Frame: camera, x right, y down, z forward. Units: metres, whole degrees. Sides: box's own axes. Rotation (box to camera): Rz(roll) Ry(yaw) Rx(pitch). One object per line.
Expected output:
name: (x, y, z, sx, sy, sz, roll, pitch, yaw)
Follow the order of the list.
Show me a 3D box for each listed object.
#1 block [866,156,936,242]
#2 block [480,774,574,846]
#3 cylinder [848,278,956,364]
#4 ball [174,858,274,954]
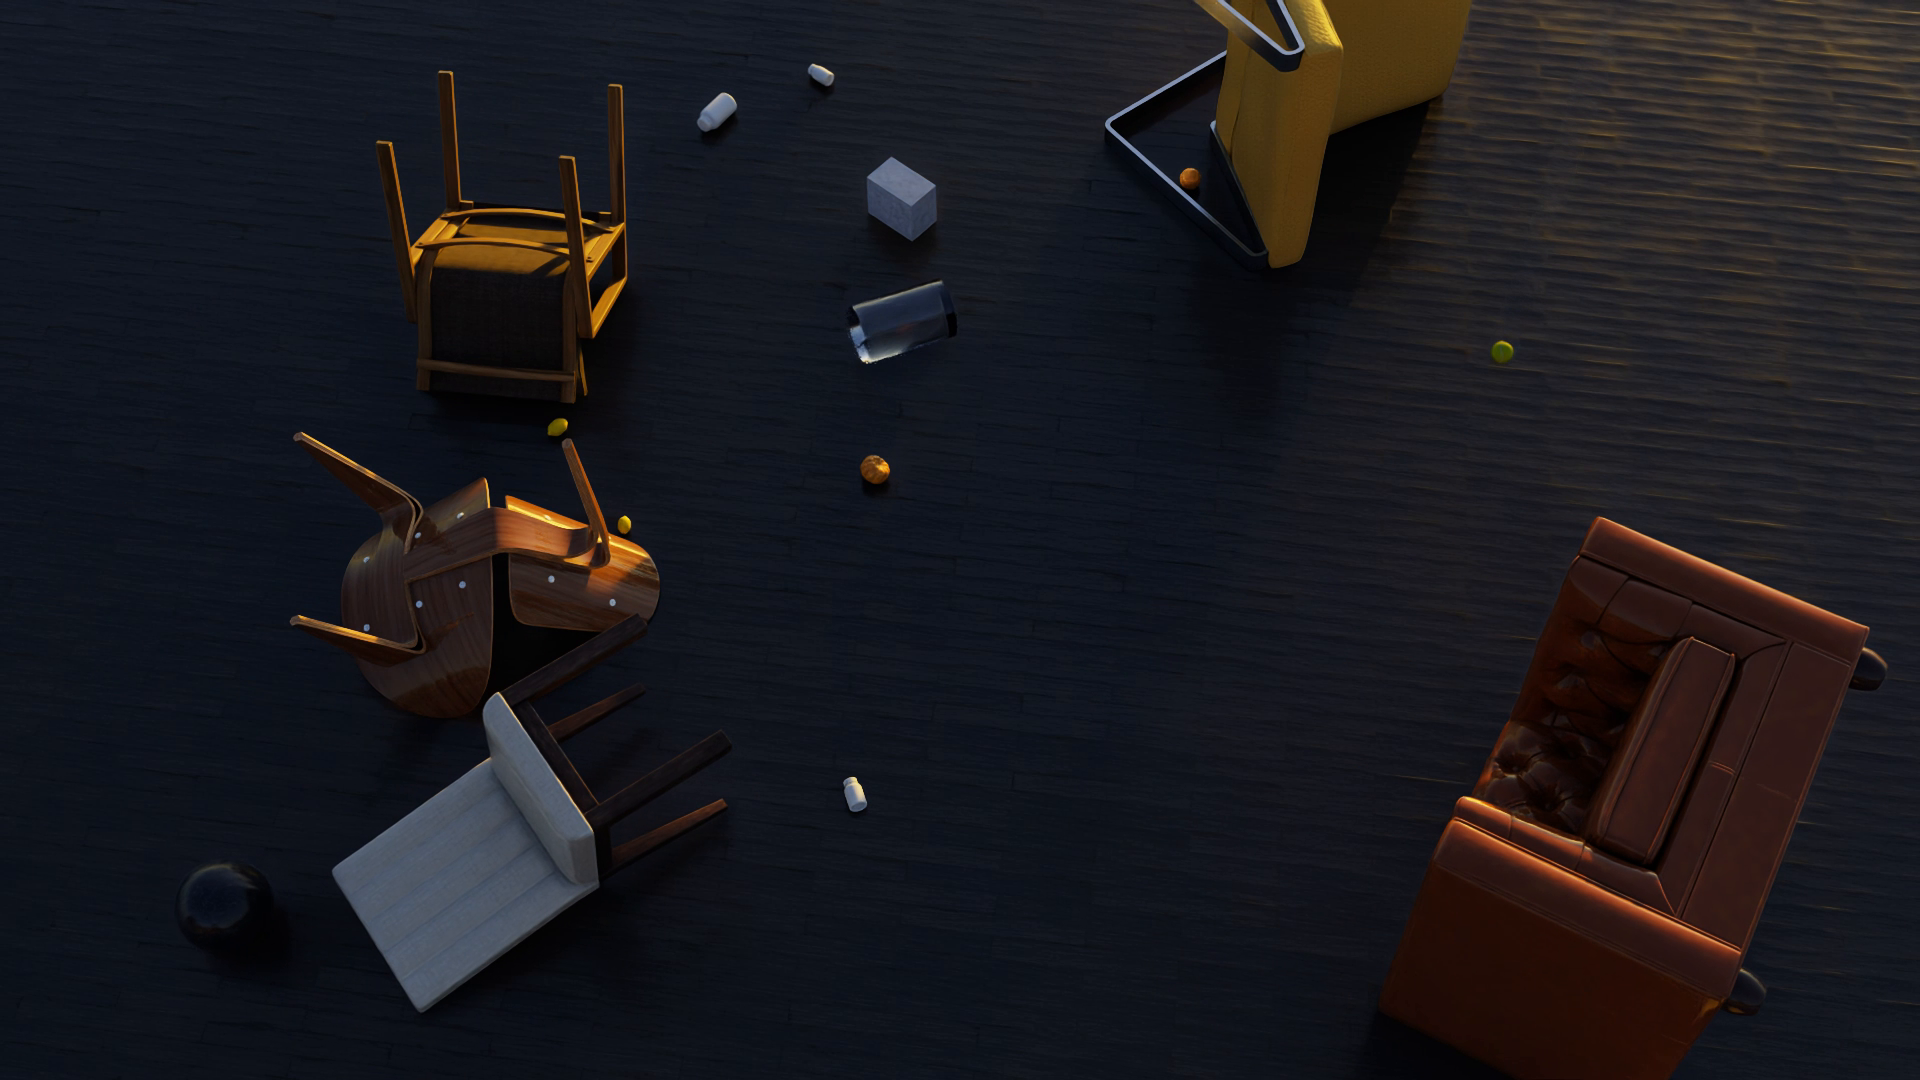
block: (-0.191, -1.119, 7.223, 0.195, 0.170, 0.121, 36, 63, 21)
block: (-1.180, 0.736, 5.999, 0.218, 0.135, 0.143, -1, 56, -1)
cylinder: (-0.183, -0.687, 6.910, 0.297, 0.210, 0.188, -19, 79, -12)
ball: (-1.932, 0.960, 5.780, 0.248, 0.248, 0.248, 0, 56, 0)
